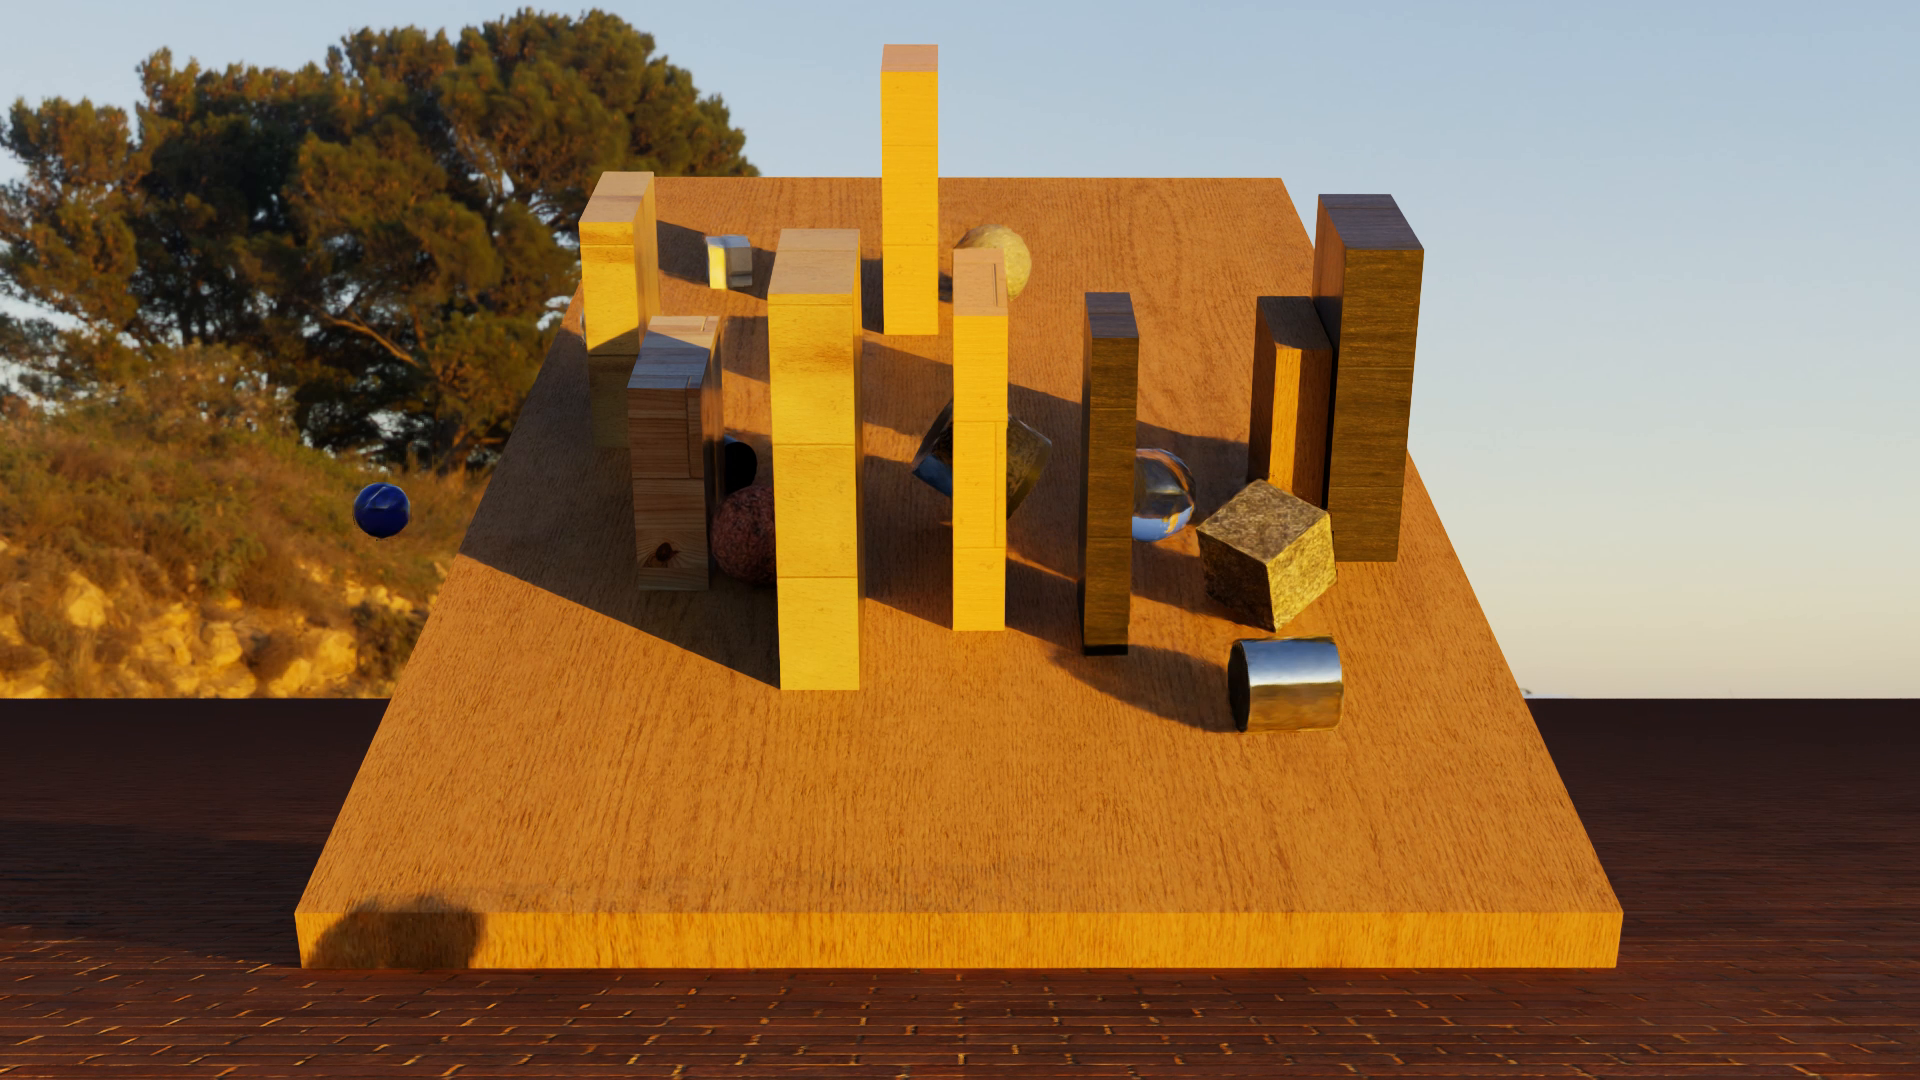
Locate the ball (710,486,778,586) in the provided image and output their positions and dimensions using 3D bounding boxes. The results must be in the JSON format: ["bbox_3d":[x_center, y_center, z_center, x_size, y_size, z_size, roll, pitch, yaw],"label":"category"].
[{"bbox_3d":[-0.388,-0.009,4.521,0.195,0.195,0.195,0,-4,0],"label":"ball"}]

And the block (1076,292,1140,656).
[{"bbox_3d":[0.267,-0.119,4.261,0.081,0.615,0.243,0,25,0],"label":"block"}]

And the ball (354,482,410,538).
[{"bbox_3d":[-1.290,-0.067,5.216,0.125,0.125,0.125,0,-4,0],"label":"ball"}]

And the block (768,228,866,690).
[{"bbox_3d":[-0.249,-0.145,4.165,0.140,0.739,0.361,0,25,0],"label":"block"}]

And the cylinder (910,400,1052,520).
[{"bbox_3d":[0.042,-0.170,4.757,0.210,0.210,0.210,32,-10,-9],"label":"cylinder"}]

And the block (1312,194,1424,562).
[{"bbox_3d":[0.796,-0.327,4.679,0.146,0.646,0.370,0,25,0],"label":"block"}]

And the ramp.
[{"bbox_3d":[-0.009,-0.229,5.354,2.000,0.100,4.000,0,25,0],"label":"ramp"}]

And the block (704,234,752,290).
[{"bbox_3d":[-0.616,-0.740,6.211,0.110,0.110,0.110,-5,25,-10],"label":"block"}]

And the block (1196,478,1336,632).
[{"bbox_3d":[0.577,0.028,4.397,0.174,0.174,0.174,-37,46,-26],"label":"block"}]

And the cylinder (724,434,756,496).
[{"bbox_3d":[-0.517,-0.166,4.946,0.125,0.125,0.125,4,16,-43],"label":"cylinder"}]

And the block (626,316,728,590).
[{"bbox_3d":[-0.553,-0.178,4.620,0.136,0.418,0.407,0,25,0],"label":"block"}]

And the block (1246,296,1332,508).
[{"bbox_3d":[0.666,-0.240,4.751,0.108,0.428,0.318,0,25,0],"label":"block"}]

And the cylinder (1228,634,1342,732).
[{"bbox_3d":[0.557,0.246,4.010,0.160,0.160,0.160,-2,-3,-6],"label":"cylinder"}]

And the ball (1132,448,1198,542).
[{"bbox_3d":[0.381,-0.091,4.707,0.191,0.191,0.191,0,-4,0],"label":"ball"}]

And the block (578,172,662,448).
[{"bbox_3d":[-0.754,-0.521,5.245,0.114,0.518,0.390,0,25,0],"label":"block"}]

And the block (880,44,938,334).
[{"bbox_3d":[-0.123,-0.877,5.849,0.136,0.664,0.292,0,25,0],"label":"block"}]

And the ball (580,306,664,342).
[{"bbox_3d":[-0.805,-0.517,5.572,0.200,0.200,0.200,0,-4,0],"label":"ball"}]

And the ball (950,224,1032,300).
[{"bbox_3d":[0.080,-0.712,6.037,0.207,0.207,0.207,0,-4,0],"label":"ball"}]

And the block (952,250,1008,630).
[{"bbox_3d":[0.035,-0.193,4.414,0.096,0.620,0.385,0,25,0],"label":"block"}]
